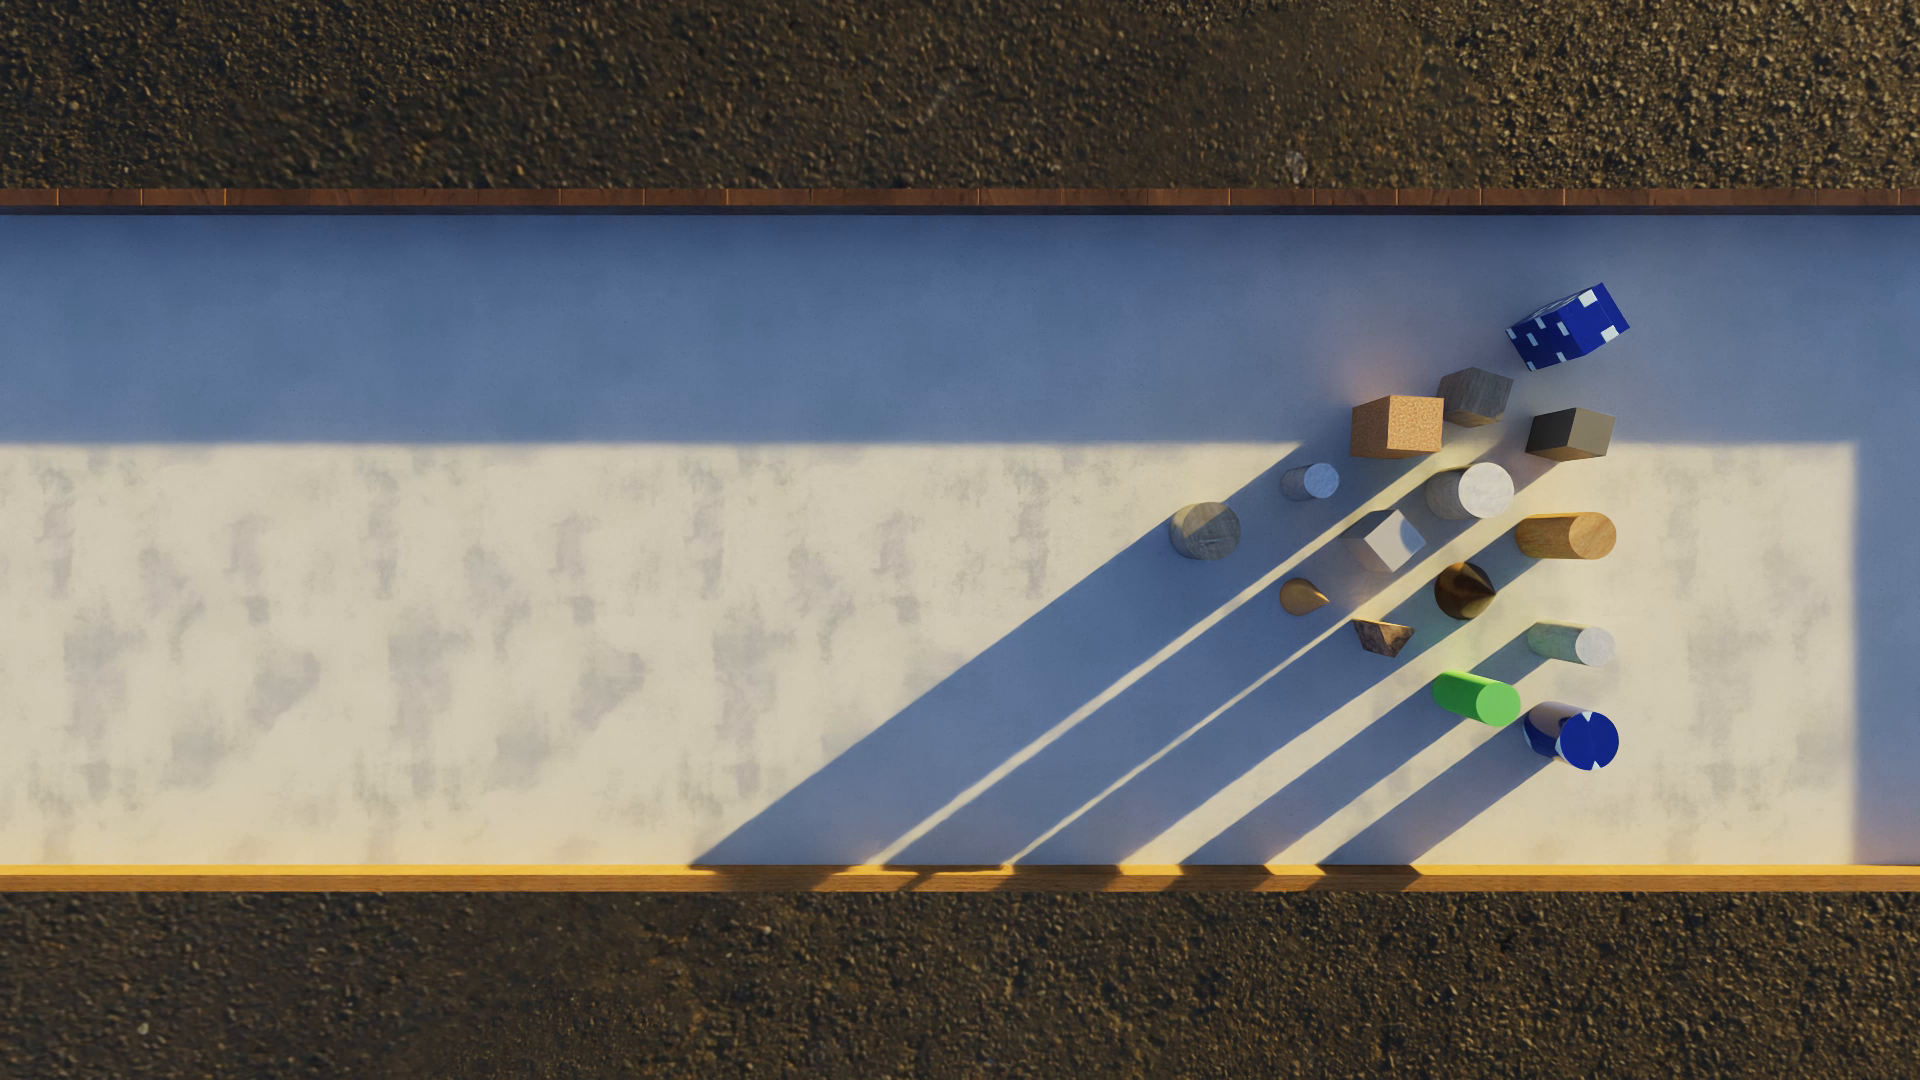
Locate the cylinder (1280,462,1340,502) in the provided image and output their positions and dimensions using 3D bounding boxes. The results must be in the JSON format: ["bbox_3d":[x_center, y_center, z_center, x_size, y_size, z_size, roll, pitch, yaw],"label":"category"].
[{"bbox_3d":[1.035,-0.170,4.898,0.101,0.356,0.101,0,90,0],"label":"cylinder"}]

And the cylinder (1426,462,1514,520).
[{"bbox_3d":[1.512,-0.142,4.909,0.160,0.336,0.160,0,90,0],"label":"cylinder"}]

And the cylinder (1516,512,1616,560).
[{"bbox_3d":[1.776,-0.012,4.853,0.135,0.447,0.135,0,90,0],"label":"cylinder"}]

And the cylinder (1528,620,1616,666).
[{"bbox_3d":[1.805,0.302,4.879,0.115,0.394,0.115,0,90,0],"label":"cylinder"}]

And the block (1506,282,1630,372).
[{"bbox_3d":[1.780,-0.621,4.855,0.150,0.443,0.150,-32,90,0],"label":"block"}]

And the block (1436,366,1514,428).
[{"bbox_3d":[1.525,-0.423,4.926,0.127,0.300,0.127,17,90,0],"label":"block"}]

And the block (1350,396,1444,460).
[{"bbox_3d":[1.279,-0.328,4.854,0.151,0.445,0.151,3,90,0],"label":"block"}]

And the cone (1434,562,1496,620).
[{"bbox_3d":[1.549,0.157,4.919,0.178,0.315,0.178,0,90,0],"label":"cone"}]

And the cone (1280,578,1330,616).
[{"bbox_3d":[1.042,0.175,4.859,0.118,0.434,0.118,0,90,0],"label":"cone"}]

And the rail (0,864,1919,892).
[{"bbox_3d":[-2.247,1.025,5.001,12.000,0.150,0.050,0,90,0],"label":"rail"}]

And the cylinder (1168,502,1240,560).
[{"bbox_3d":[0.727,-0.026,4.924,0.171,0.305,0.171,0,90,0],"label":"cylinder"}]

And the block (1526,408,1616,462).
[{"bbox_3d":[1.809,-0.310,4.900,0.115,0.353,0.115,15,90,0],"label":"block"}]

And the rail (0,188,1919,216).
[{"bbox_3d":[-2.247,-1.025,5.002,12.000,0.150,0.050,0,90,0],"label":"rail"}]

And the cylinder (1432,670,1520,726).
[{"bbox_3d":[1.516,0.463,4.860,0.127,0.432,0.127,0,90,0],"label":"cylinder"}]

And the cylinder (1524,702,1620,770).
[{"bbox_3d":[1.818,0.581,4.920,0.171,0.313,0.171,0,90,0],"label":"cylinder"}]

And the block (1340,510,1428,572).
[{"bbox_3d":[1.259,0.002,4.921,0.130,0.310,0.130,-41,90,0],"label":"block"}]

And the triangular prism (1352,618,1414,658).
[{"bbox_3d":[1.242,0.270,4.909,0.091,0.334,0.105,38,90,0],"label":"triangular prism"}]
